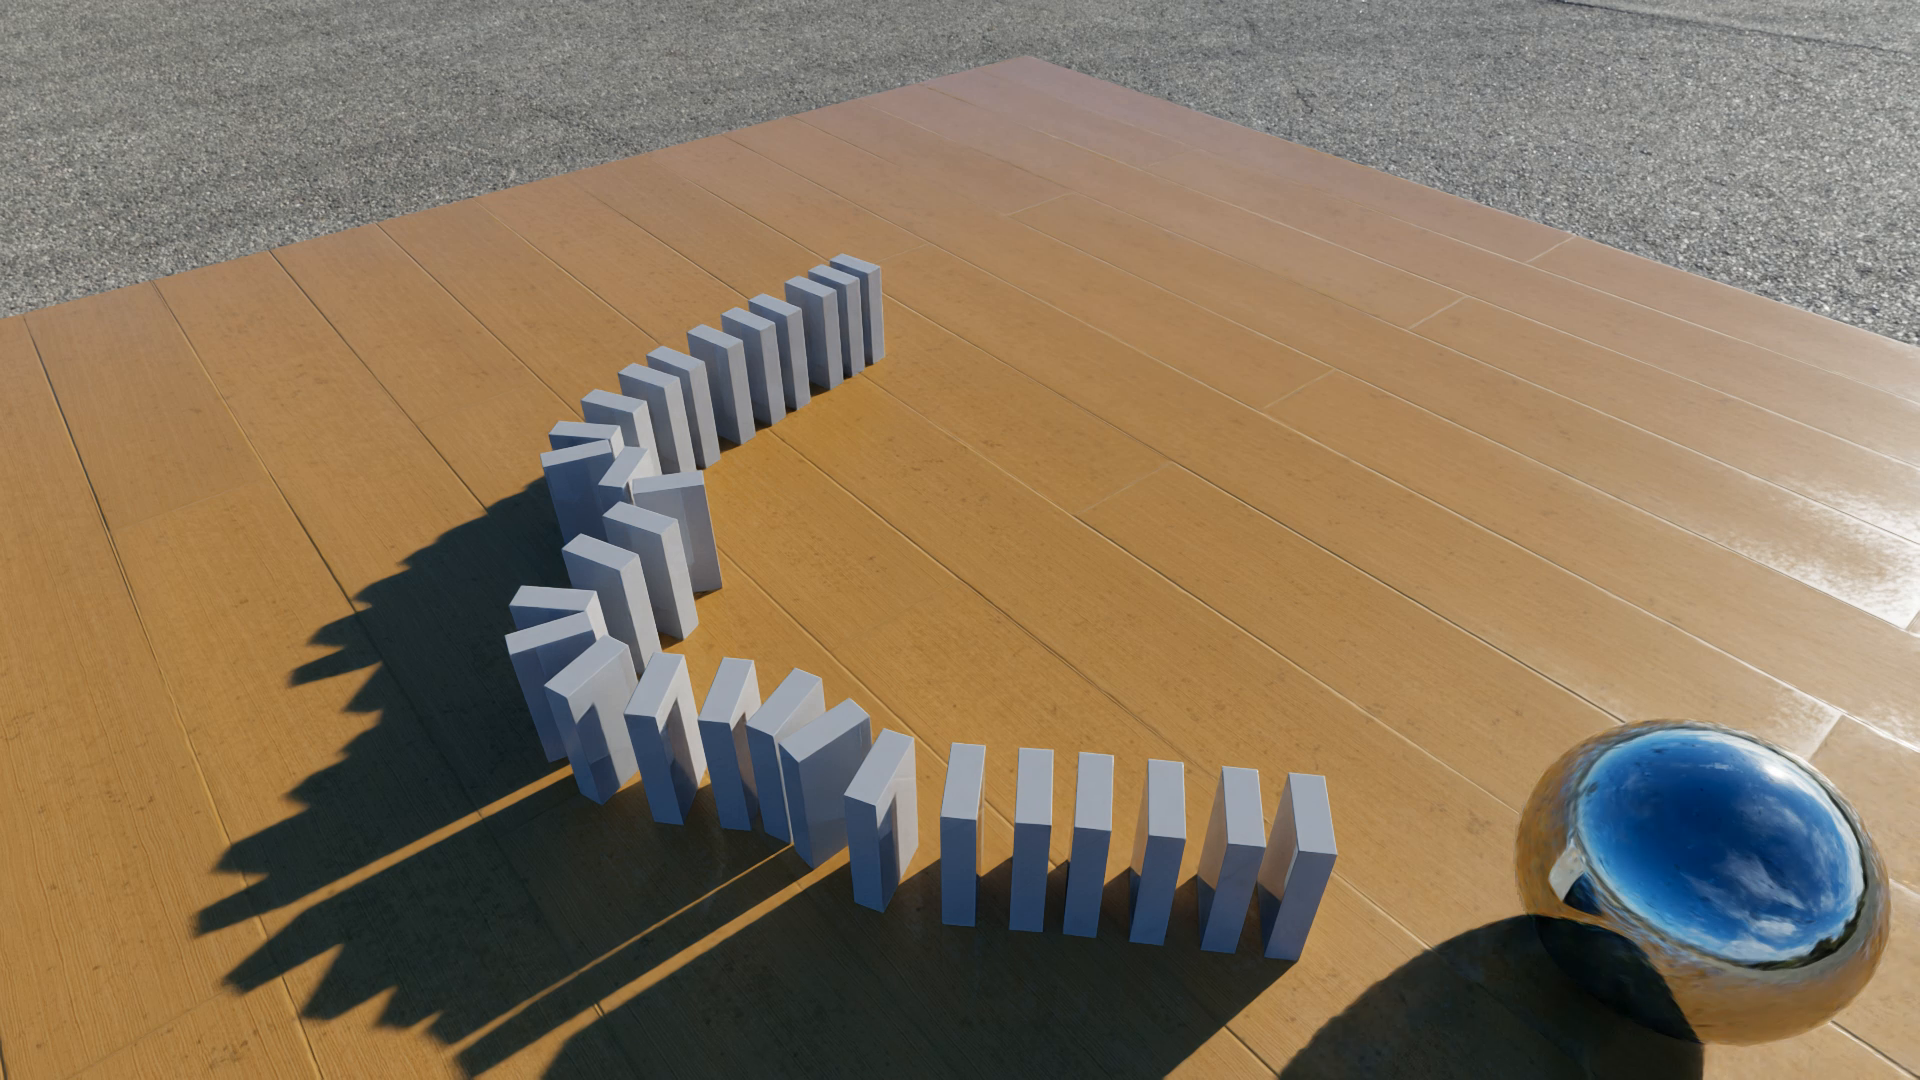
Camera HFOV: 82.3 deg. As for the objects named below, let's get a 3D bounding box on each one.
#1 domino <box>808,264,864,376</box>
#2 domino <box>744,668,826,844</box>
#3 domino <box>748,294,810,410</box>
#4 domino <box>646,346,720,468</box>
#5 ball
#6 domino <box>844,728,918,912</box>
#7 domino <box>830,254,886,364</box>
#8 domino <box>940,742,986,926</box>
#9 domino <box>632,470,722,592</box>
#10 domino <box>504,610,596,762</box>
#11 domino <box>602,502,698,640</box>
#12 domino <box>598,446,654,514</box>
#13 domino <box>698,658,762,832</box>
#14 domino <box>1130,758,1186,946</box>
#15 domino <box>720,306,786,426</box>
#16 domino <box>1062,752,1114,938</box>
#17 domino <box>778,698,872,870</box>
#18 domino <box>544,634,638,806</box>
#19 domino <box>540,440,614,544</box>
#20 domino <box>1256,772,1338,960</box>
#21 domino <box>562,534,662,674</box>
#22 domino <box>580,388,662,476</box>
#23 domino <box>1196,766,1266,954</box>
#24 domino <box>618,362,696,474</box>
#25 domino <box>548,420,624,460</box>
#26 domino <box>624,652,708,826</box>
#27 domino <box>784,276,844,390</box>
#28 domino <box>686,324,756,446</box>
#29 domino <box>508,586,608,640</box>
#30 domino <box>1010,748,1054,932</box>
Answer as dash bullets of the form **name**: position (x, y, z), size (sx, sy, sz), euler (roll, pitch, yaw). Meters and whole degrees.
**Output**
- **domino**: position (-0.061, -0.108, 0.543), size (0.025, 0.050, 0.010), euler (26, 46, 29)
- **domino**: position (-0.050, 0.066, 0.331), size (0.009, 0.050, 0.025), euler (18, 43, 21)
- **domino**: position (-0.085, -0.089, 0.520), size (0.025, 0.050, 0.009), euler (26, 46, 28)
- **domino**: position (-0.121, -0.058, 0.482), size (0.025, 0.050, 0.010), euler (23, 44, 25)
- **ball**: position (0.187, 0.086, 0.283), size (0.080, 0.080, 0.080), euler (0, 39, 0)
- **domino**: position (-0.022, 0.080, 0.313), size (0.009, 0.050, 0.025), euler (14, 41, 17)
- **domino**: position (-0.051, -0.116, 0.553), size (0.025, 0.050, 0.009), euler (25, 46, 28)
- **domino**: position (0.001, 0.083, 0.310), size (0.009, 0.050, 0.025), euler (4, 40, 5)
- **domino**: position (-0.106, -0.002, 0.414), size (0.025, 0.050, 0.009), euler (-8, 40, -10)
- **domino**: position (-0.126, 0.048, 0.353), size (0.025, 0.050, 0.010), euler (-17, 42, -20)
- **domino**: position (-0.111, 0.012, 0.397), size (0.025, 0.050, 0.010), euler (16, 42, 19)
- **domino**: position (-0.124, -0.008, 0.421), size (0.009, 0.050, 0.025), euler (6, 40, 8)
- **domino**: position (-0.068, 0.063, 0.335), size (0.010, 0.050, 0.025), euler (5, 40, 6)
- **domino**: position (0.054, 0.087, 0.305), size (0.010, 0.050, 0.025), euler (5, 40, 6)
- **domino**: position (-0.095, -0.080, 0.509), size (0.025, 0.050, 0.009), euler (26, 46, 28)
- **domino**: position (0.036, 0.086, 0.307), size (0.010, 0.050, 0.025), euler (5, 40, 6)
- **domino**: position (-0.038, 0.072, 0.323), size (0.025, 0.050, 0.009), euler (-30, 48, -31)
- **domino**: position (-0.111, 0.056, 0.343), size (0.009, 0.050, 0.025), euler (21, 44, 23)
- **domino**: position (-0.144, -0.013, 0.428), size (0.025, 0.050, 0.009), euler (-15, 42, -18)
- **domino**: position (0.091, 0.090, 0.301), size (0.009, 0.050, 0.025), euler (5, 40, 6)
- **domino**: position (-0.120, 0.023, 0.383), size (0.025, 0.050, 0.010), euler (18, 42, 20)
- **domino**: position (-0.139, -0.036, 0.456), size (0.025, 0.050, 0.010), euler (15, 42, 17)
- **domino**: position (0.074, 0.089, 0.303), size (0.010, 0.050, 0.025), euler (5, 40, 6)
- **domino**: position (-0.129, -0.049, 0.471), size (0.025, 0.050, 0.009), euler (19, 43, 22)
- **domino**: position (-0.145, -0.023, 0.440), size (0.025, 0.050, 0.010), euler (5, 40, 6)
- **domino**: position (-0.089, 0.061, 0.337), size (0.009, 0.050, 0.025), euler (5, 40, 6)
- **domino**: position (-0.071, -0.100, 0.534), size (0.025, 0.050, 0.009), euler (27, 46, 29)
- **domino**: position (-0.108, -0.070, 0.497), size (0.025, 0.050, 0.009), euler (25, 45, 27)
- **domino**: position (-0.129, 0.038, 0.365), size (0.025, 0.050, 0.010), euler (4, 39, 5)
- **domino**: position (0.020, 0.085, 0.308), size (0.009, 0.050, 0.025), euler (3, 39, 4)
